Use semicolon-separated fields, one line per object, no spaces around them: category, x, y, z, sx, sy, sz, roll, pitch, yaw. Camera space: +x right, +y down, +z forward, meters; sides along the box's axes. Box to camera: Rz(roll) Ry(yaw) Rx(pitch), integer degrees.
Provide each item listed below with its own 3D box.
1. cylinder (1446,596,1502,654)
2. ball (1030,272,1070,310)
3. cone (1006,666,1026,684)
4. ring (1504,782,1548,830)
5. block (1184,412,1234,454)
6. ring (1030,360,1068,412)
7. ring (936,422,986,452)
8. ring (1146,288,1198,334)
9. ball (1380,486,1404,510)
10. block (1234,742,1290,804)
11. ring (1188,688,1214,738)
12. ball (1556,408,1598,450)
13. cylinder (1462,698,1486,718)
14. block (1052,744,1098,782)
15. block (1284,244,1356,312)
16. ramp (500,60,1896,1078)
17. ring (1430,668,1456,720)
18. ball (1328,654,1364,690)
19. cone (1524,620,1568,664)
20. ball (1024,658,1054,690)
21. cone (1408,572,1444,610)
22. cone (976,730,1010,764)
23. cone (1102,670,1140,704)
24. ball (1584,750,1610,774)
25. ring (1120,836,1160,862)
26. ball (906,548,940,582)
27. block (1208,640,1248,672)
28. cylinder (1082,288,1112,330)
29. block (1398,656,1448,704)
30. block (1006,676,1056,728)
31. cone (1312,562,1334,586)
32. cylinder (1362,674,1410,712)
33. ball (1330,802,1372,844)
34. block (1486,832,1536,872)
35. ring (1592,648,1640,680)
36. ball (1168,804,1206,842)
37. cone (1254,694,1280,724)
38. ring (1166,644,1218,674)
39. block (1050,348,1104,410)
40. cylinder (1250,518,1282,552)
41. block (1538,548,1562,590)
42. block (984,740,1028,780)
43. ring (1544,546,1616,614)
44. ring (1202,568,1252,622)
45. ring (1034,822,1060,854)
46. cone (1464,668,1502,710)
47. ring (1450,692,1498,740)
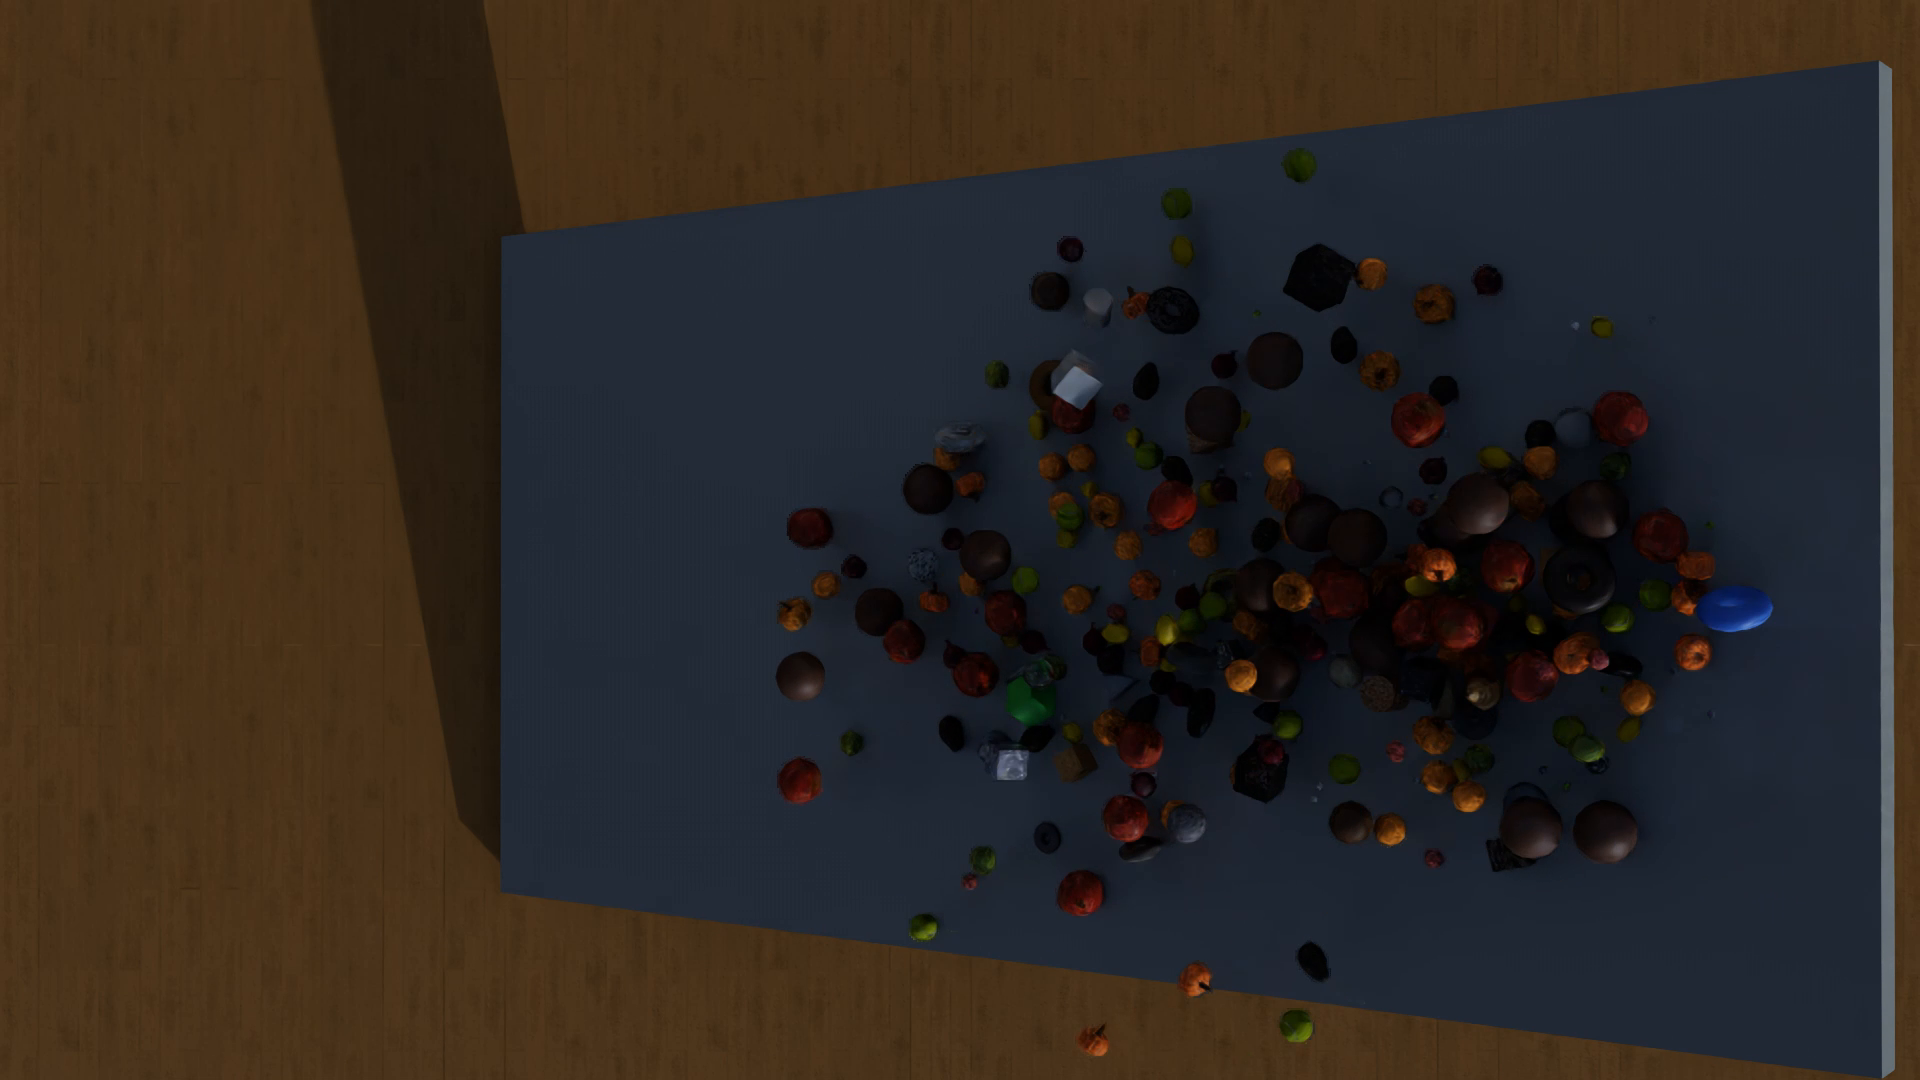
cylinder;1.112;0.184;4.760;0.089;0.089;0.089;24;113;0
ball;0.223;-0.615;5.443;0.096;0.096;0.096;0;90;0
cone;0.136;0.354;5.512;0.078;0.078;0.078;0;89;37
ring;1.218;0.574;4.732;0.103;0.034;0.103;-1;88;36
block;0.588;-0.251;5.181;0.076;0.076;0.076;-19;78;35
ring;0.229;-0.384;5.471;0.130;0.043;0.130;-1;88;37
ring;0.003;-0.261;5.588;0.131;0.131;0.044;1;118;0
ring;0.505;-0.545;5.234;0.127;0.127;0.042;29;45;0
ball;0.952;-0.091;4.848;0.053;0.053;0.053;0;90;0
block;0.684;0.528;4.992;0.087;0.087;0.087;19;121;30
ring;0.567;0.407;5.176;0.041;0.122;0.122;18;90;0
ball;1.301;-0.234;4.644;0.085;0.085;0.085;0;90;0
cylinder;1.113;0.356;4.749;0.054;0.054;0.054;1;93;17
block;0.283;0.549;5.407;0.068;0.068;0.068;-37;69;31
block;0.785;-0.572;4.804;0.097;0.097;0.097;27;73;-18
ramp;0.233;0.065;5.553;4.000;0.100;2.000;0;89;37
ring;1.057;0.335;4.811;0.040;0.120;0.120;-3;90;-2
ball;0.871;0.296;4.963;0.081;0.081;0.081;0;90;0
cone;1.227;0.214;4.679;0.093;0.093;0.093;6;89;-39
ball;0.191;0.325;5.324;0.075;0.075;0.075;0;90;0
cone;1.026;0.099;4.877;0.080;0.080;0.080;-5;52;0
cone;0.068;0.534;5.544;0.100;0.100;0.100;0;90;32
cone;0.398;0.347;5.342;0.085;0.085;0.085;-13;90;9
ball;1.342;0.469;4.631;0.050;0.050;0.050;0;90;0
ring;0.432;0.741;5.271;0.101;0.101;0.034;-16;102;0
ball;-0.095;0.063;5.680;0.088;0.088;0.088;0;90;0
block;0.629;0.270;5.161;0.054;0.054;0.054;-36;69;31
cylinder;0.326;-0.548;5.210;0.069;0.069;0.069;0;56;0
block;0.992;0.299;4.712;0.071;0.071;0.071;17;110;34
block;0.176;0.395;5.455;0.087;0.087;0.087;-31;125;32
cone;0.816;0.079;5.022;0.055;0.055;0.055;0;89;37
cylinder;0.950;0.341;4.902;0.082;0.082;0.082;0;90;38
ball;0.863;0.624;4.851;0.095;0.095;0.095;0;90;0
block;1.185;0.673;4.731;0.068;0.068;0.068;-20;77;40
ring;1.368;0.259;4.580;0.102;0.102;0.034;16;113;0
ball;0.515;0.643;4.992;0.088;0.088;0.088;0;90;0
cone;0.721;0.380;5.080;0.067;0.067;0.067;23;109;0
ring;0.536;0.274;5.089;0.122;0.122;0.041;13;106;0
block;0.274;-0.376;5.154;0.086;0.086;0.086;31;117;-18
cylinder;0.707;-0.012;5.088;0.057;0.057;0.057;4;62;-8
block;1.258;0.062;4.643;0.062;0.062;0.062;4;130;20
block;0.116;0.544;5.427;0.078;0.078;0.078;2;100;-21
ring;1.284;0.081;4.558;0.148;0.049;0.148;-2;74;7
ring;0.628;0.128;5.170;0.128;0.043;0.128;0;91;38
ring;0.217;0.743;5.481;0.078;0.026;0.078;1;91;40
cone;1.091;0.324;4.666;0.090;0.090;0.090;7;102;37
ring;1.122;0.382;4.804;0.109;0.036;0.109;-1;88;37
